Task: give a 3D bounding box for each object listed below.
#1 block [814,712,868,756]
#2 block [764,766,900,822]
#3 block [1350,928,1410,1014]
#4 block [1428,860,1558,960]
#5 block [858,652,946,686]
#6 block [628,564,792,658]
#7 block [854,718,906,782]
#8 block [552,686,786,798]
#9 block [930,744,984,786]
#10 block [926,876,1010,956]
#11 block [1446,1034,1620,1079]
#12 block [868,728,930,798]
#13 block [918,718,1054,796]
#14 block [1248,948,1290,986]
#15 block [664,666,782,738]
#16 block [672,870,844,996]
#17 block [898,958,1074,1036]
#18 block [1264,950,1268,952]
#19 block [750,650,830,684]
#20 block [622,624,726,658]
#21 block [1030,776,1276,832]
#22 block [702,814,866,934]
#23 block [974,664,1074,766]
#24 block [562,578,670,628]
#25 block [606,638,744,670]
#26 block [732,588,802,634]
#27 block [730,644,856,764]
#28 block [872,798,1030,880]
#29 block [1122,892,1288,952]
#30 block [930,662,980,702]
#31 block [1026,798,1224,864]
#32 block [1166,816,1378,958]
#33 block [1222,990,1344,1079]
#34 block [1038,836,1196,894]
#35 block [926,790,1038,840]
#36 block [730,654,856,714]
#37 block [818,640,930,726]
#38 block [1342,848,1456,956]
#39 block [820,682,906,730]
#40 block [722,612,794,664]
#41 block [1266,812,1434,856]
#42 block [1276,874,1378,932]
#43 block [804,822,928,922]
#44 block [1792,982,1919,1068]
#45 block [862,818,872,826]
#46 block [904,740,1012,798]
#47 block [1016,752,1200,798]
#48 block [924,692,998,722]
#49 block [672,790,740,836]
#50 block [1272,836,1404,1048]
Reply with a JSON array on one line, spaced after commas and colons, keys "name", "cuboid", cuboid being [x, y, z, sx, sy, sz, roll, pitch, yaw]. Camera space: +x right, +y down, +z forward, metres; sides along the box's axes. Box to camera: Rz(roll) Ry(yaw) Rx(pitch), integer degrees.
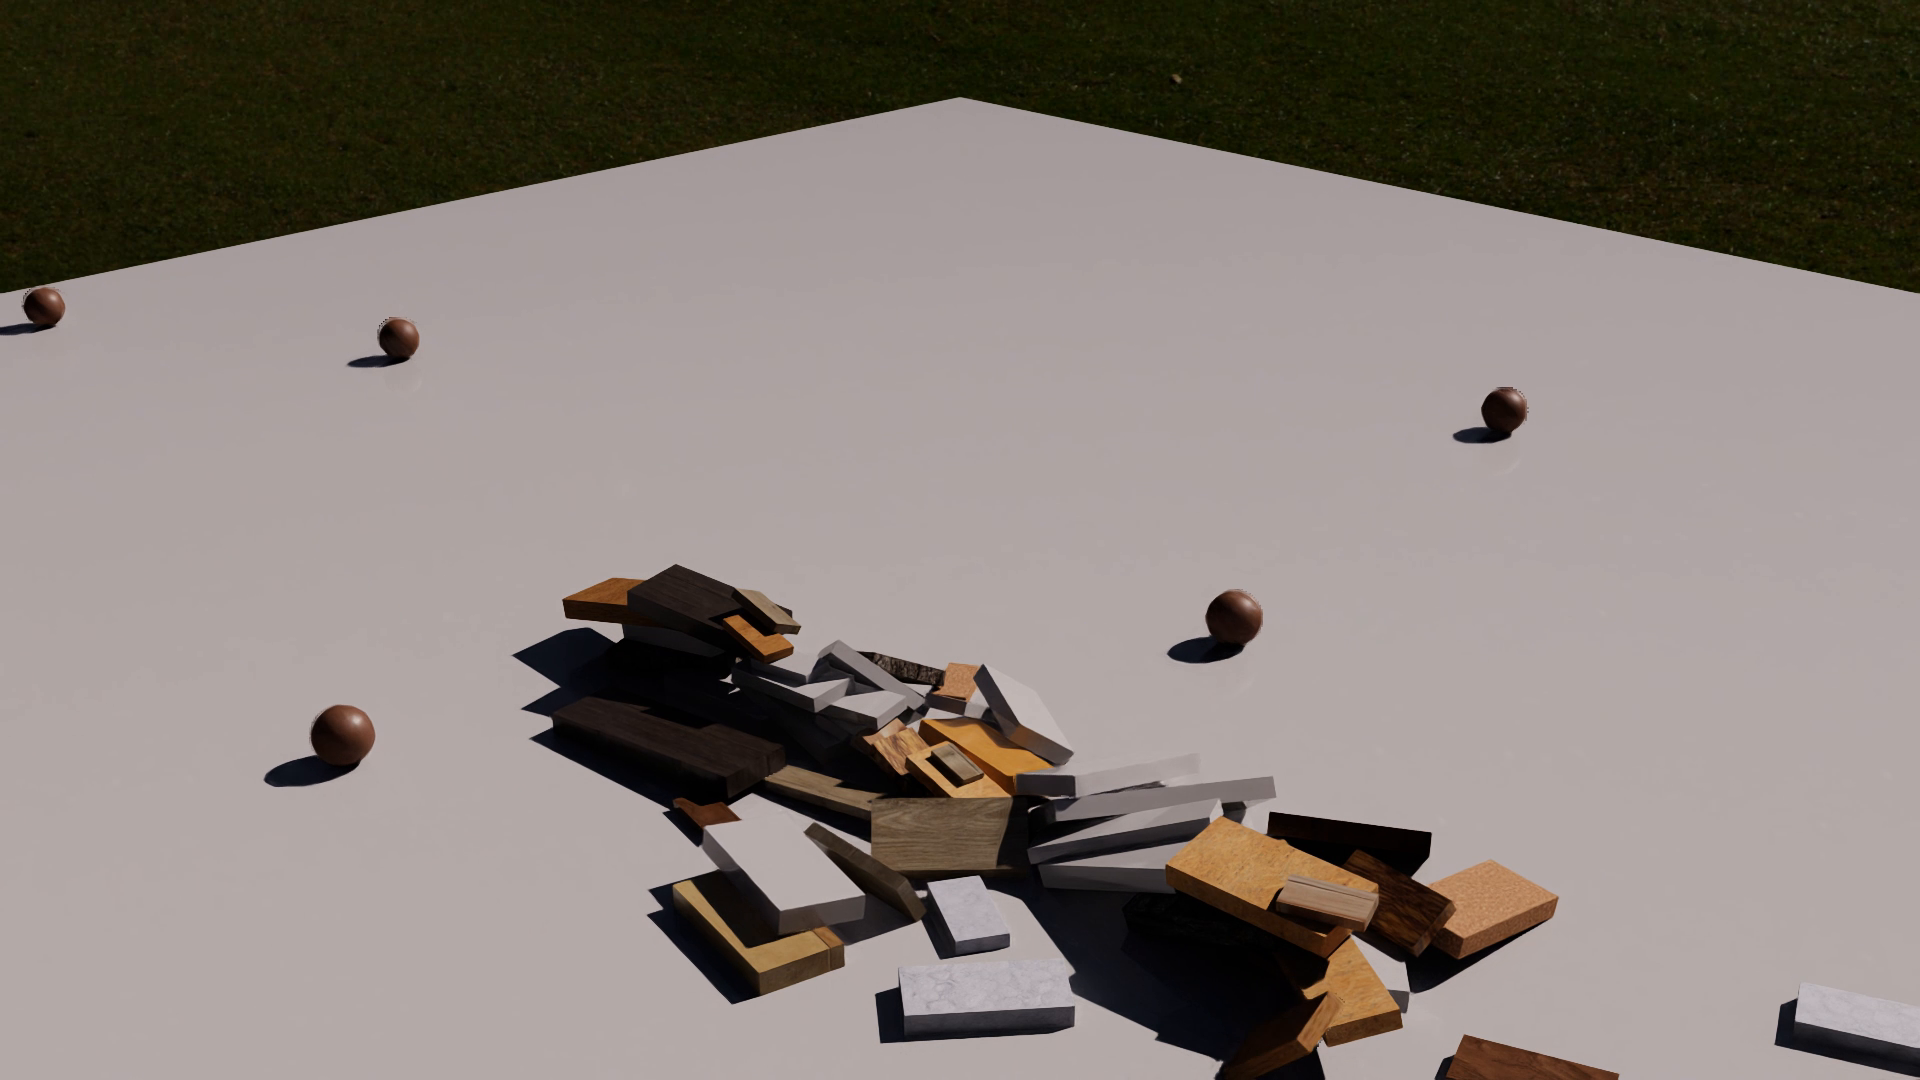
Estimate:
[{"name": "block", "cuboid": [-0.192, 0.406, 4.664, 0.210, 0.030, 0.105, 29, 37, 24]}, {"name": "block", "cuboid": [-0.222, 0.525, 4.461, 0.389, 0.023, 0.081, 11, 24, 33]}, {"name": "block", "cuboid": [0.713, 0.723, 3.961, 0.154, 0.044, 0.386, 6, 20, 4]}, {"name": "block", "cuboid": [0.947, 0.676, 4.043, 0.308, 0.044, 0.154, -10, 28, -42]}, {"name": "block", "cuboid": [-0.158, 0.283, 4.864, 0.123, 0.035, 0.247, 1, -11, 40]}, {"name": "block", "cuboid": [-0.558, 0.156, 4.895, 0.335, 0.047, 0.167, 20, 31, 28]}, {"name": "block", "cuboid": [-0.112, 0.457, 4.561, 0.105, 0.030, 0.210, -19, 49, -38]}, {"name": "block", "cuboid": [-0.623, 0.423, 4.668, 0.528, 0.049, 0.172, 14, 27, 36]}, {"name": "block", "cuboid": [-0.006, 0.451, 4.416, 0.054, 0.015, 0.107, -16, 40, -36]}, {"name": "block", "cuboid": [0.014, 0.695, 4.085, 0.103, 0.029, 0.206, -6, 24, -14]}, {"name": "block", "cuboid": [0.938, 0.893, 3.609, 0.256, 0.036, 0.128, 10, 25, 23]}, {"name": "block", "cuboid": [-0.079, 0.480, 4.489, 0.107, 0.030, 0.213, -19, 52, -38]}, {"name": "block", "cuboid": [0.060, 0.447, 4.563, 0.151, 0.043, 0.301, 2, 17, -39]}, {"name": "block", "cuboid": [0.600, 0.763, 3.934, 0.078, 0.022, 0.157, -17, 29, -35]}, {"name": "block", "cuboid": [-0.490, 0.344, 4.892, 0.325, 0.046, 0.162, 20, 30, 39]}, {"name": "block", "cuboid": [-0.373, 0.706, 4.034, 0.172, 0.049, 0.344, -14, 27, -30]}, {"name": "block", "cuboid": [0.044, 0.795, 3.833, 0.293, 0.042, 0.147, -2, 23, -5]}, {"name": "block", "cuboid": [0.510, 0.710, 4.020, 0.157, 0.022, 0.078, 7, 21, 33]}, {"name": "block", "cuboid": [-0.364, 0.265, 4.708, 0.155, 0.022, 0.077, 14, 30, 34]}, {"name": "block", "cuboid": [-0.606, 0.197, 5.016, 0.167, 0.047, 0.335, -21, 20, -40]}, {"name": "block", "cuboid": [0.381, 0.521, 4.341, 0.461, 0.043, 0.151, -4, -14, -17]}, {"name": "block", "cuboid": [-0.334, 0.620, 4.112, 0.172, 0.049, 0.344, -5, 22, -30]}, {"name": "block", "cuboid": [0.134, 0.375, 4.727, 0.147, 0.042, 0.293, 29, 12, -24]}, {"name": "block", "cuboid": [-0.745, 0.144, 5.105, 0.335, 0.047, 0.167, 3, 19, 38]}, {"name": "block", "cuboid": [-0.627, 0.243, 5.038, 0.325, 0.046, 0.162, -2, 16, 21]}, {"name": "block", "cuboid": [-0.424, 0.156, 4.805, 0.155, 0.022, 0.077, 37, 17, 36]}, {"name": "block", "cuboid": [-0.333, 0.352, 4.769, 0.162, 0.046, 0.325, -20, 44, -38]}, {"name": "block", "cuboid": [-0.020, 0.576, 4.248, 0.301, 0.043, 0.151, 0, 58, -1]}, {"name": "block", "cuboid": [0.476, 0.661, 3.991, 0.335, 0.047, 0.167, -1, 26, 45]}, {"name": "block", "cuboid": [-0.005, 0.325, 4.965, 0.081, 0.023, 0.161, 6, 24, 14]}, {"name": "block", "cuboid": [0.315, 0.555, 4.194, 0.364, 0.032, 0.112, -13, 8, 19]}, {"name": "block", "cuboid": [0.548, 0.607, 3.878, 0.335, 0.047, 0.167, 21, 40, 37]}, {"name": "block", "cuboid": [0.523, 0.812, 3.578, 0.032, 0.225, 0.113, 46, 52, 0]}, {"name": "block", "cuboid": [0.325, 0.603, 4.128, 0.167, 0.047, 0.335, -23, 11, -42]}, {"name": "block", "cuboid": [0.047, 0.541, 4.386, 0.213, 0.030, 0.107, 29, 36, 28]}, {"name": "block", "cuboid": [-0.358, 0.296, 4.709, 0.251, 0.035, 0.123, 17, 32, 38]}, {"name": "block", "cuboid": [-0.189, 0.309, 4.730, 0.035, 0.247, 0.123, -59, 11, -24]}, {"name": "block", "cuboid": [0.770, 0.652, 3.965, 0.113, 0.032, 0.225, -46, 41, -15]}, {"name": "block", "cuboid": [-0.229, 0.343, 4.667, 0.210, 0.030, 0.105, 13, 29, 32]}, {"name": "block", "cuboid": [-0.436, 0.208, 4.741, 0.077, 0.022, 0.155, -17, 40, -38]}, {"name": "block", "cuboid": [0.759, 0.570, 4.271, 0.308, 0.044, 0.154, 6, -6, 14]}, {"name": "block", "cuboid": [0.630, 0.622, 3.772, 0.157, 0.022, 0.078, 11, 34, 25]}, {"name": "block", "cuboid": [-0.180, 0.626, 4.152, 0.274, 0.103, 0.029, 24, 61, 44]}, {"name": "block", "cuboid": [1.563, 0.831, 3.755, 0.257, 0.036, 0.128, 10, 25, 21]}, {"name": "block", "cuboid": [-0.151, 0.564, 4.413, 0.054, 0.015, 0.107, -15, 27, -32]}, {"name": "block", "cuboid": [-0.003, 0.487, 4.402, 0.107, 0.030, 0.213, -17, 41, -37]}, {"name": "block", "cuboid": [0.301, 0.468, 4.413, 0.147, 0.042, 0.415, -4, 0, 41]}, {"name": "block", "cuboid": [0.020, 0.364, 4.735, 0.103, 0.029, 0.206, 11, -4, 32]}, {"name": "block", "cuboid": [-0.505, 0.556, 4.422, 0.081, 0.023, 0.161, -14, 27, -30]}, {"name": "block", "cuboid": [0.610, 0.698, 3.906, 0.128, 0.036, 0.686, -14, 18, -4]}]
